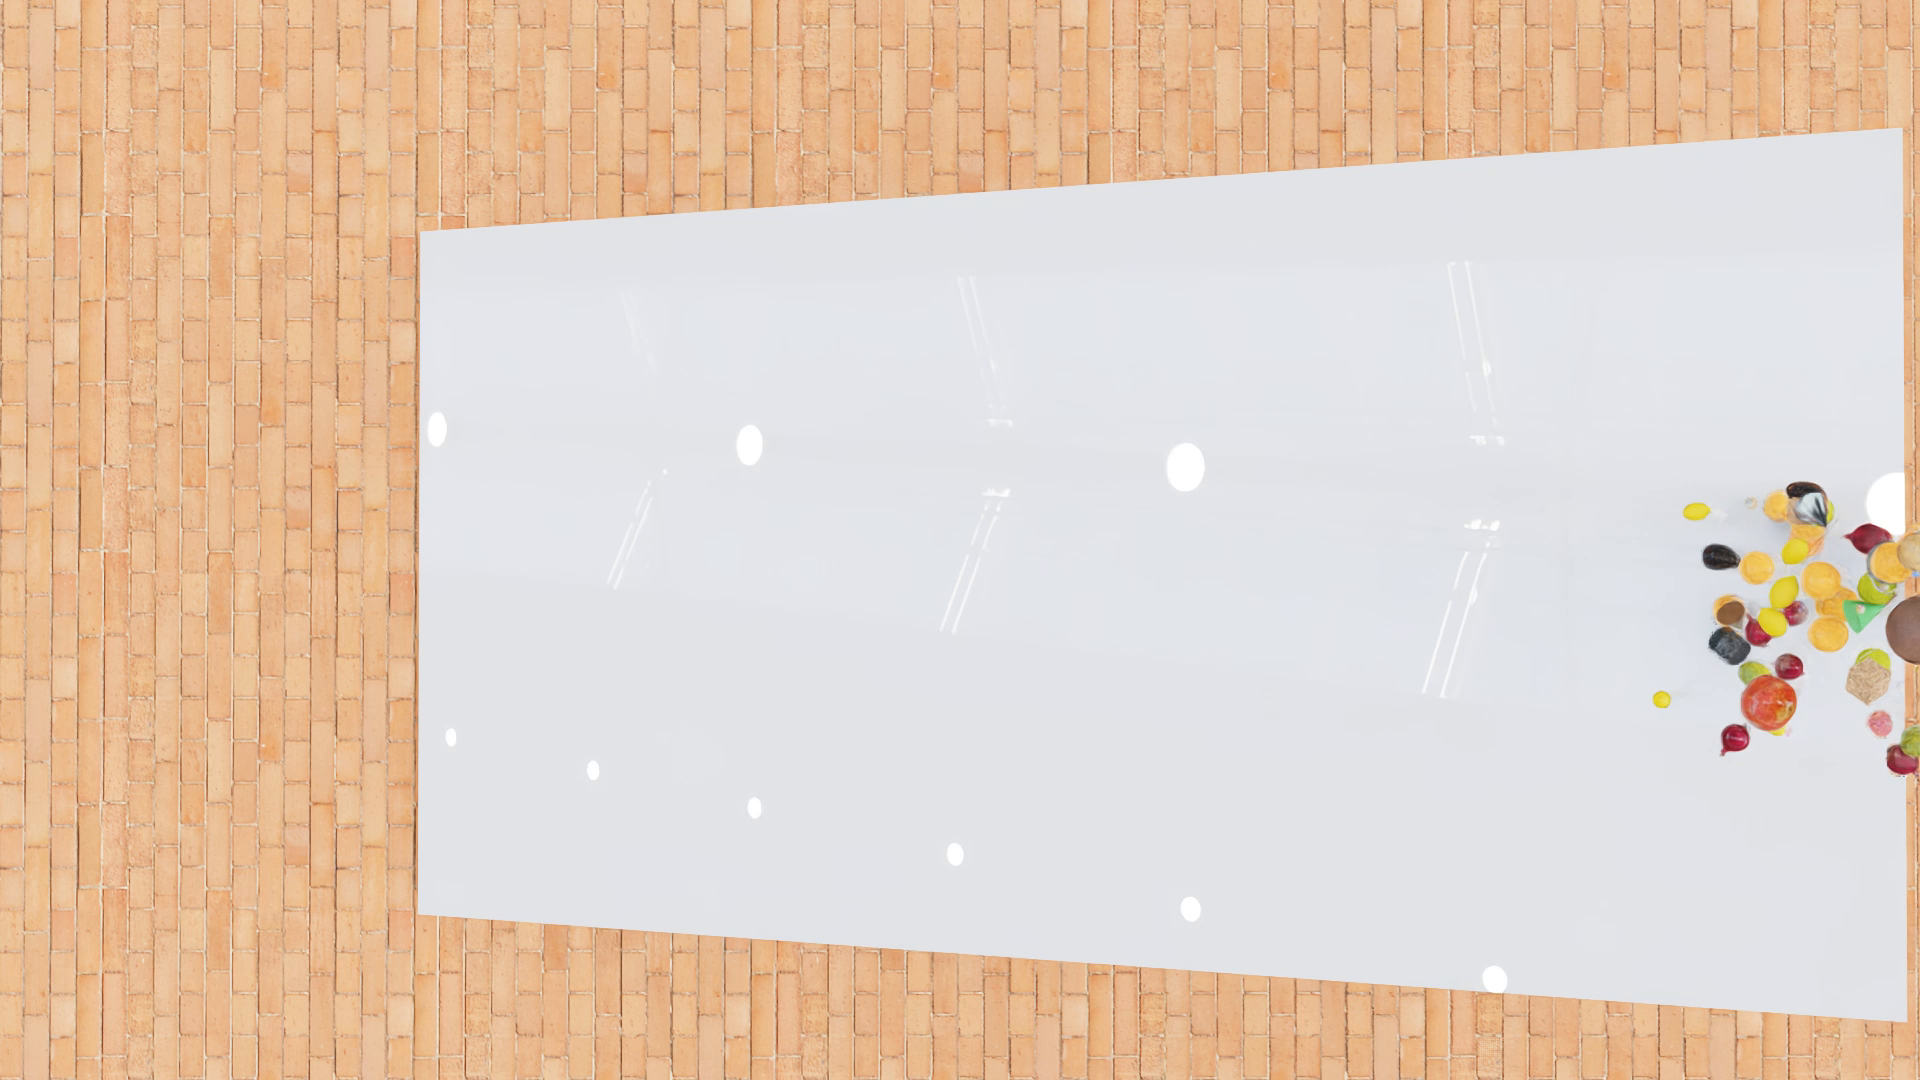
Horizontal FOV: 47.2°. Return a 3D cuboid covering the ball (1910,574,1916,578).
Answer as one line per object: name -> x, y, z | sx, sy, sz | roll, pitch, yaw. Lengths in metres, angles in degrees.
ball -> 2.077, 0.038, 4.790 | 0.085, 0.085, 0.085 | 0, 89, 0

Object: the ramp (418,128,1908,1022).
ramp -> 0.283, 0.086, 5.726 | 4.000, 0.100, 2.000 | 0, 89, 22

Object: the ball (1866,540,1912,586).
ball -> 1.698, 0.042, 4.015 | 0.080, 0.080, 0.080 | 0, 89, 0

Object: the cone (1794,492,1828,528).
cone -> 1.596, -0.042, 4.085 | 0.067, 0.067, 0.067 | -5, 127, -6

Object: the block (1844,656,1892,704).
block -> 1.864, 0.289, 4.513 | 0.059, 0.059, 0.059 | -28, 45, -20

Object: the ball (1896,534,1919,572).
ball -> 1.652, 0.021, 3.794 | 0.066, 0.066, 0.066 | 0, 89, 0

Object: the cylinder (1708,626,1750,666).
cylinder -> 1.755, 0.241, 5.014 | 0.065, 0.065, 0.065 | -16, 129, -21
